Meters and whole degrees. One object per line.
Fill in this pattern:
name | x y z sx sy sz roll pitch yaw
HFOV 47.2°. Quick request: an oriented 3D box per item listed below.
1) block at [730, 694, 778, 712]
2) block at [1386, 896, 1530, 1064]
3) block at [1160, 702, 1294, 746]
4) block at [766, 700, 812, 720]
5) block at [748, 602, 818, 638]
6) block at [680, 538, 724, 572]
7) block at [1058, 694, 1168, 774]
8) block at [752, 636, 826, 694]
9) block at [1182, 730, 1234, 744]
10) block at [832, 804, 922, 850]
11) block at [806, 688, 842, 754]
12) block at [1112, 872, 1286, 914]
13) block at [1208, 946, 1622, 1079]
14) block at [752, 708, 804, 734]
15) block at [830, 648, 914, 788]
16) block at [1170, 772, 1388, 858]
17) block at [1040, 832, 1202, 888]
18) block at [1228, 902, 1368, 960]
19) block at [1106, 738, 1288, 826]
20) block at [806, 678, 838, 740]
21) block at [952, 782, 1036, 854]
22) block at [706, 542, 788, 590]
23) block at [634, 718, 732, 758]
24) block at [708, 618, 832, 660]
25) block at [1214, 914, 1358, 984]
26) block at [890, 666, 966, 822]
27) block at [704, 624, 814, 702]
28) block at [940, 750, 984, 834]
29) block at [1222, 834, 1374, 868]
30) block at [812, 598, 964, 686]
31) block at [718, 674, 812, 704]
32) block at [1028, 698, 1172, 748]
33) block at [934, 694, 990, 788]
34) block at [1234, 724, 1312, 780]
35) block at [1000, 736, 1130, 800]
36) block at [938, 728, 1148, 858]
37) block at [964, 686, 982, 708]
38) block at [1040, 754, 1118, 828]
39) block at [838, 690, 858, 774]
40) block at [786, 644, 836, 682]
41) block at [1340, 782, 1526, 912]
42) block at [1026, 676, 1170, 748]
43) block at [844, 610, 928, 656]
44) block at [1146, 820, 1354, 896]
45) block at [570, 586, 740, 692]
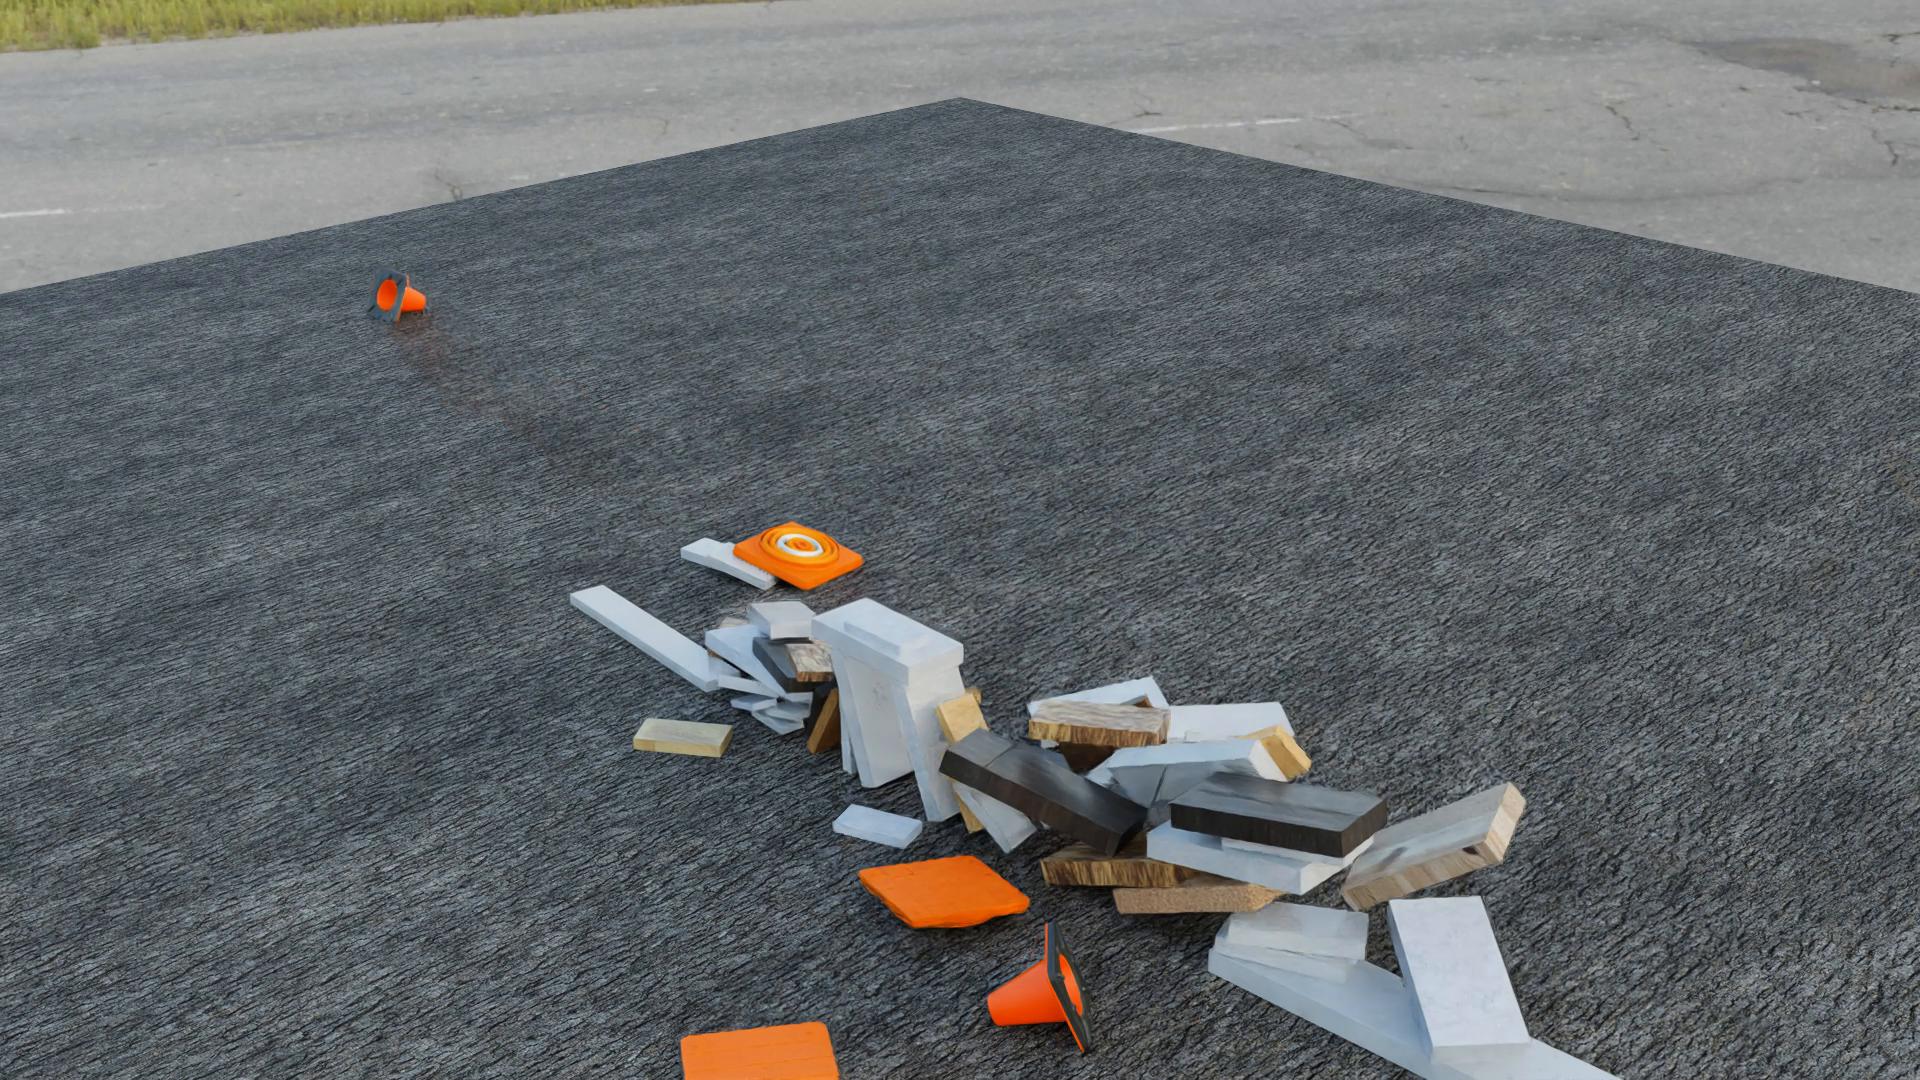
block | -0.455 0.358 4.848 0.058 0.017 0.117 -13 7 -29
block | 0.841 0.743 3.731 0.162 0.046 0.325 -2 37 -4
block | 0.564 0.406 4.751 0.285 0.040 0.143 -2 23 -5
block | -0.367 0.371 4.786 0.059 0.017 0.117 -18 14 -36
block | -0.392 0.179 4.952 0.123 0.035 0.246 -1 9 -17
block | -0.618 0.041 5.631 0.182 0.026 0.091 17 28 34
block | 0.303 0.395 4.445 0.204 0.102 0.029 -22 15 17
block | -0.353 0.266 4.752 0.123 0.035 0.246 -2 19 -23
block | 0.466 0.453 4.251 0.102 0.204 0.029 10 43 -1
block | -0.164 0.571 4.386 0.160 0.023 0.080 11 25 23
block | -0.256 0.371 4.658 0.094 0.188 0.027 -20 59 -39
block | 0.453 0.626 3.998 0.165 0.047 0.329 -19 5 -42
block | 0.852 0.859 3.678 0.970 0.046 0.162 20 30 39
block | -0.400 0.390 4.820 0.058 0.017 0.117 -17 29 -35
block | -0.167 0.348 4.562 0.148 0.297 0.042 -20 12 -39
block | 0.556 0.478 3.851 0.336 0.048 0.168 5 18 37
block | 0.325 0.598 4.127 0.165 0.047 0.329 -19 7 -41
block | 0.599 0.685 3.883 0.236 0.033 0.118 5 17 11
block | 0.454 0.456 4.119 0.336 0.168 0.048 -10 37 44
block | -0.272 0.356 4.673 0.094 0.188 0.027 -28 63 -27
block | 0.069 0.530 4.347 0.172 0.024 0.086 50 40 9
block | -0.536 0.065 5.527 0.182 0.026 0.091 24 32 22
block | -0.595 0.424 4.726 0.192 0.027 0.096 4 23 10
block | -0.336 0.252 5.081 0.471 0.040 0.143 7 20 10
block | 0.584 0.717 3.902 0.236 0.033 0.118 10 22 23
block | -0.037 0.402 4.440 0.148 0.297 0.042 -21 9 -41
block | -0.414 0.268 4.844 0.123 0.035 0.370 -8 22 -36
block | 0.029 0.491 4.403 0.086 0.172 0.024 -17 -5 -35
block | 0.590 0.518 3.850 0.236 0.033 0.118 5 17 36
block | -0.149 0.204 4.474 0.149 0.042 0.297 -20 31 -39
block | -0.394 0.336 4.843 0.273 0.027 0.096 8 -6 29
block | 0.272 0.357 4.268 0.253 0.036 0.126 4 18 18
block | 0.021 0.398 4.361 0.086 0.172 0.024 -14 -18 -36
block | 0.542 0.414 4.098 0.204 0.102 0.029 -25 24 41
block | 0.181 0.486 4.569 0.490 0.036 0.126 13 26 29
block | 0.161 0.478 4.201 0.373 0.048 0.168 25 19 17
block | 0.021 0.361 4.740 0.022 0.078 0.157 10 2 8
block | 0.269 0.478 4.330 0.253 0.036 0.126 -38 -14 7
block | -0.205 0.387 4.607 0.094 0.188 0.027 -20 28 -39
block | -0.318 0.261 4.682 0.080 0.023 0.160 1 18 -14
block | 0.827 0.539 3.858 0.325 0.046 0.162 -31 14 42
block | 0.299 0.374 4.771 0.285 0.040 0.143 -12 24 -6
block | -0.150 0.186 4.435 0.160 0.023 0.080 22 31 39
block | 0.514 0.548 3.921 0.329 0.047 0.165 8 19 42
block | -0.727 0.227 5.193 0.091 0.026 0.615 -17 29 -35
